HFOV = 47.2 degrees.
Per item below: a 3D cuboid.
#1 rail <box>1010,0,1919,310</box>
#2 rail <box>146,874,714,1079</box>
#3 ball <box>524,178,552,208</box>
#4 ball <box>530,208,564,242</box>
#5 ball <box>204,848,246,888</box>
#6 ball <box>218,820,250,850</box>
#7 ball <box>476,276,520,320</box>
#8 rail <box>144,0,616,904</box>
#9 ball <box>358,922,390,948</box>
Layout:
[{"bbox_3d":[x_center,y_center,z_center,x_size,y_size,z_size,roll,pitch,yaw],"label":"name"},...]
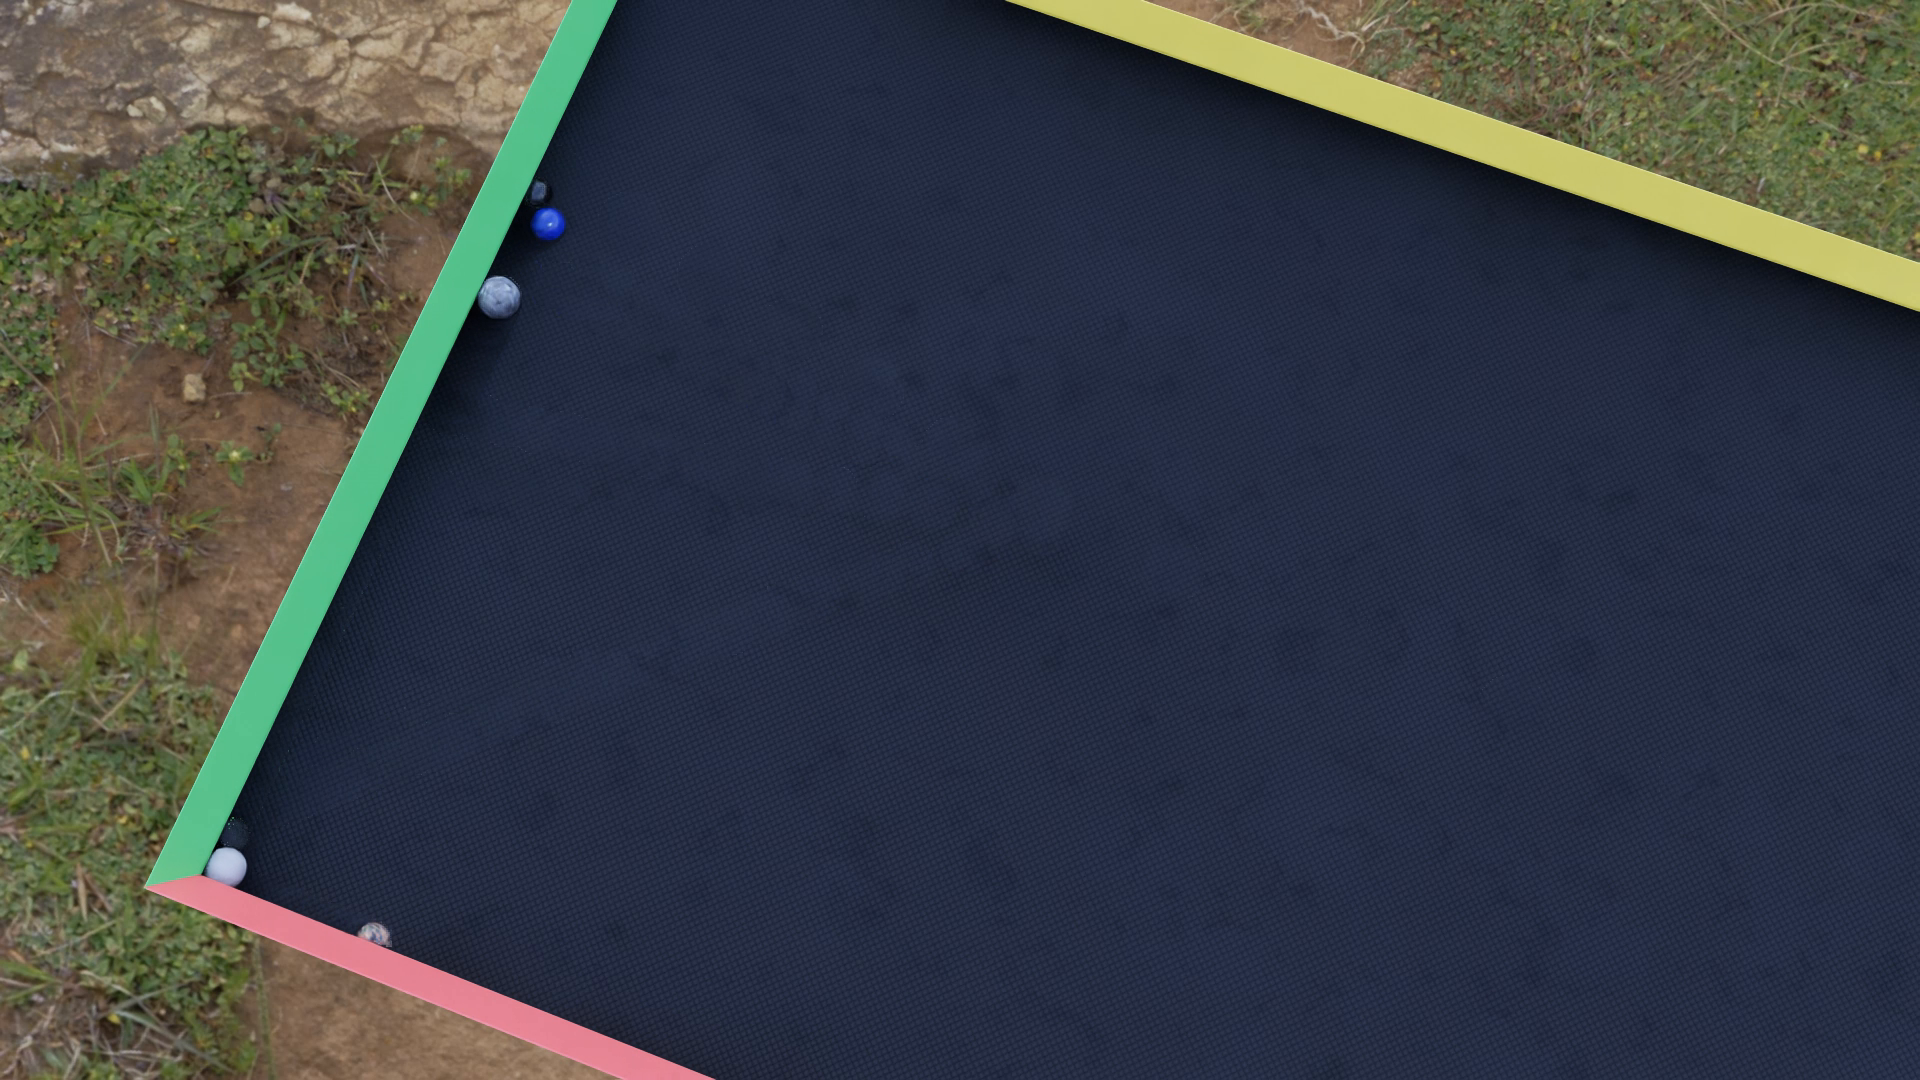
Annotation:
[{"bbox_3d":[1.156,-0.509,3.485,3.576,0.117,0.045,20,75,6],"label":"rail"},{"bbox_3d":[0.514,1.105,3.022,3.576,0.117,0.045,20,75,6],"label":"rail"},{"bbox_3d":[-0.680,-0.558,3.536,0.048,0.048,0.048,0,74,0],"label":"ball"},{"bbox_3d":[-0.660,-0.504,3.518,0.053,0.053,0.053,0,74,0],"label":"ball"},{"bbox_3d":[-1.080,0.482,3.231,0.061,0.061,0.061,0,74,0],"label":"ball"},{"bbox_3d":[-1.075,0.435,3.253,0.044,0.044,0.044,0,74,0],"label":"ball"},{"bbox_3d":[-0.729,-0.383,3.475,0.068,0.068,0.068,0,74,0],"label":"ball"},{"bbox_3d":[-0.813,-0.308,3.427,0.045,0.117,1.845,20,75,6],"label":"rail"},{"bbox_3d":[-0.856,0.582,3.209,0.048,0.048,0.048,0,74,0],"label":"ball"}]
